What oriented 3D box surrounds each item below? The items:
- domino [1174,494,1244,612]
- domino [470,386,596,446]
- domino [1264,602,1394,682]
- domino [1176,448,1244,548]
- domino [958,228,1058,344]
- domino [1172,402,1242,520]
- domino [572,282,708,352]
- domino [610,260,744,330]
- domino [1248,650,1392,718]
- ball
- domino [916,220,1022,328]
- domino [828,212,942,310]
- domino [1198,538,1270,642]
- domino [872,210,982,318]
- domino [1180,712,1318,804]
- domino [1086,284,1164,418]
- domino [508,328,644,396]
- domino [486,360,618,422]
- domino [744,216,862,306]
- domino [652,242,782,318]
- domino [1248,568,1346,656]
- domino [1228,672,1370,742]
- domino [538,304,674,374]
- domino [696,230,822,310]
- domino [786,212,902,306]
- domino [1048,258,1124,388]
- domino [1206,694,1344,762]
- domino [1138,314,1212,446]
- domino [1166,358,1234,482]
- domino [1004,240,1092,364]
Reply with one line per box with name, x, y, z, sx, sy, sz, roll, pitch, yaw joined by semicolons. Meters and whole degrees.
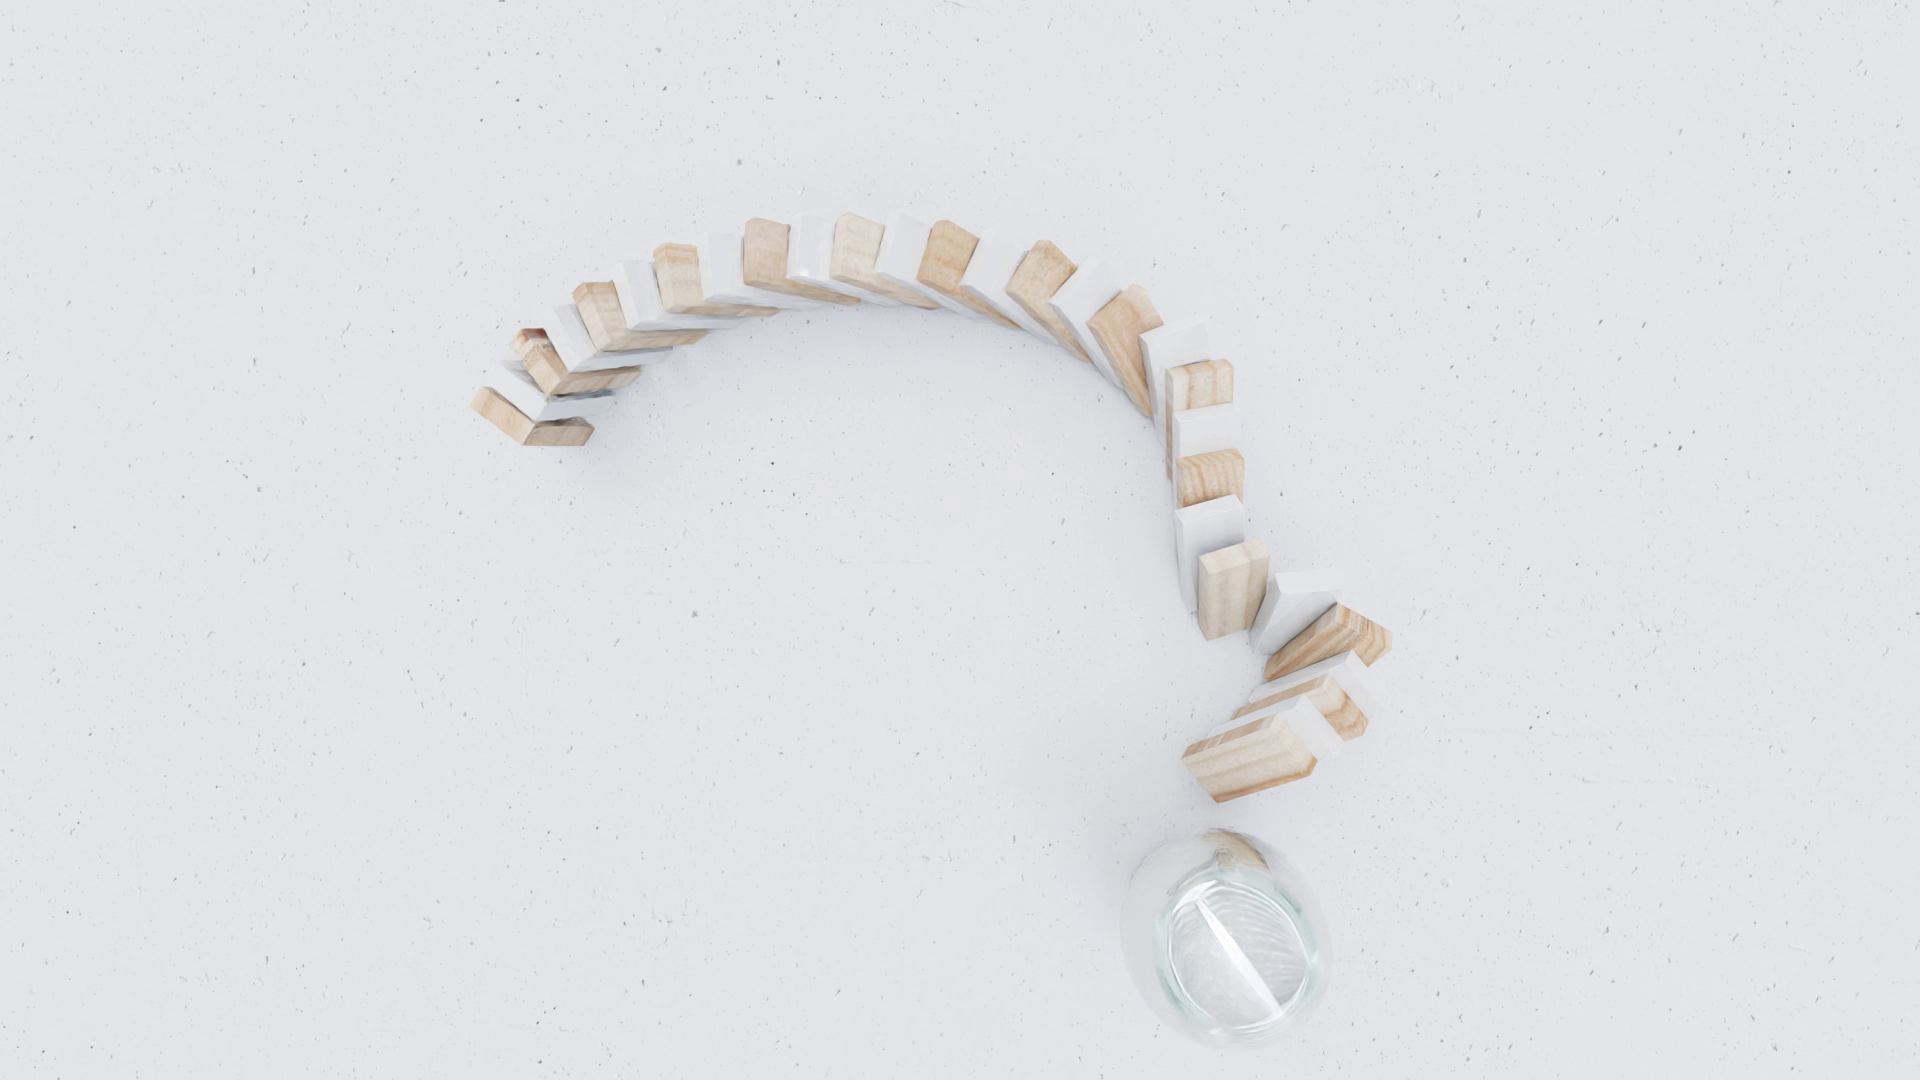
domino;0.104;0.006;0.381;0.025;0.009;0.050;-15;129;0
domino;-0.173;-0.050;0.375;0.025;0.050;0.010;36;97;0
domino;0.151;0.048;0.378;0.025;0.050;0.010;28;50;0
domino;0.104;-0.012;0.382;0.025;0.009;0.050;-10;123;0
domino;0.026;-0.105;0.382;0.050;0.009;0.025;25;90;-34
domino;0.102;-0.031;0.382;0.025;0.010;0.050;-10;123;-2
domino;-0.130;-0.093;0.377;0.010;0.050;0.025;-24;90;37
domino;-0.115;-0.101;0.378;0.009;0.050;0.025;-17;90;42
domino;0.147;0.066;0.378;0.025;0.050;0.009;50;48;0
ball;0.103;0.155;0.360;0.080;0.080;0.080;0;90;0
domino;0.008;-0.110;0.382;0.050;0.009;0.025;19;90;-34
domino;-0.029;-0.115;0.382;0.050;0.009;0.025;9;90;-36
domino;0.112;0.021;0.378;0.025;0.050;0.009;-17;51;0
domino;-0.010;-0.114;0.382;0.050;0.010;0.025;16;90;-35
domino;0.118;0.091;0.378;0.025;0.050;0.009;50;48;0
domino;0.075;-0.078;0.382;0.025;0.009;0.050;-40;125;0
domino;-0.156;-0.074;0.375;0.009;0.050;0.025;-37;90;23
domino;-0.165;-0.062;0.375;0.025;0.050;0.009;40;106;0
domino;-0.064;-0.115;0.381;0.050;0.009;0.025;1;90;-38
domino;-0.099;-0.107;0.379;0.050;0.010;0.025;-11;90;-44
domino;0.137;0.030;0.377;0.025;0.050;0.010;-5;55;0
domino;0.139;0.075;0.378;0.025;0.050;0.009;50;48;0
domino;-0.144;-0.084;0.376;0.009;0.050;0.025;-30;90;30
domino;-0.083;-0.111;0.380;0.050;0.010;0.025;-7;90;-41
domino;-0.047;-0.116;0.381;0.050;0.009;0.025;5;90;-37
domino;0.061;-0.090;0.382;0.025;0.009;0.050;-47;124;0
domino;0.129;0.083;0.378;0.025;0.050;0.010;50;48;0
domino;0.092;-0.066;0.382;0.025;0.010;0.050;-21;124;-2
domino;0.100;-0.048;0.382;0.025;0.009;0.050;-11;123;-3
domino;0.044;-0.099;0.382;0.050;0.010;0.025;34;90;-34
